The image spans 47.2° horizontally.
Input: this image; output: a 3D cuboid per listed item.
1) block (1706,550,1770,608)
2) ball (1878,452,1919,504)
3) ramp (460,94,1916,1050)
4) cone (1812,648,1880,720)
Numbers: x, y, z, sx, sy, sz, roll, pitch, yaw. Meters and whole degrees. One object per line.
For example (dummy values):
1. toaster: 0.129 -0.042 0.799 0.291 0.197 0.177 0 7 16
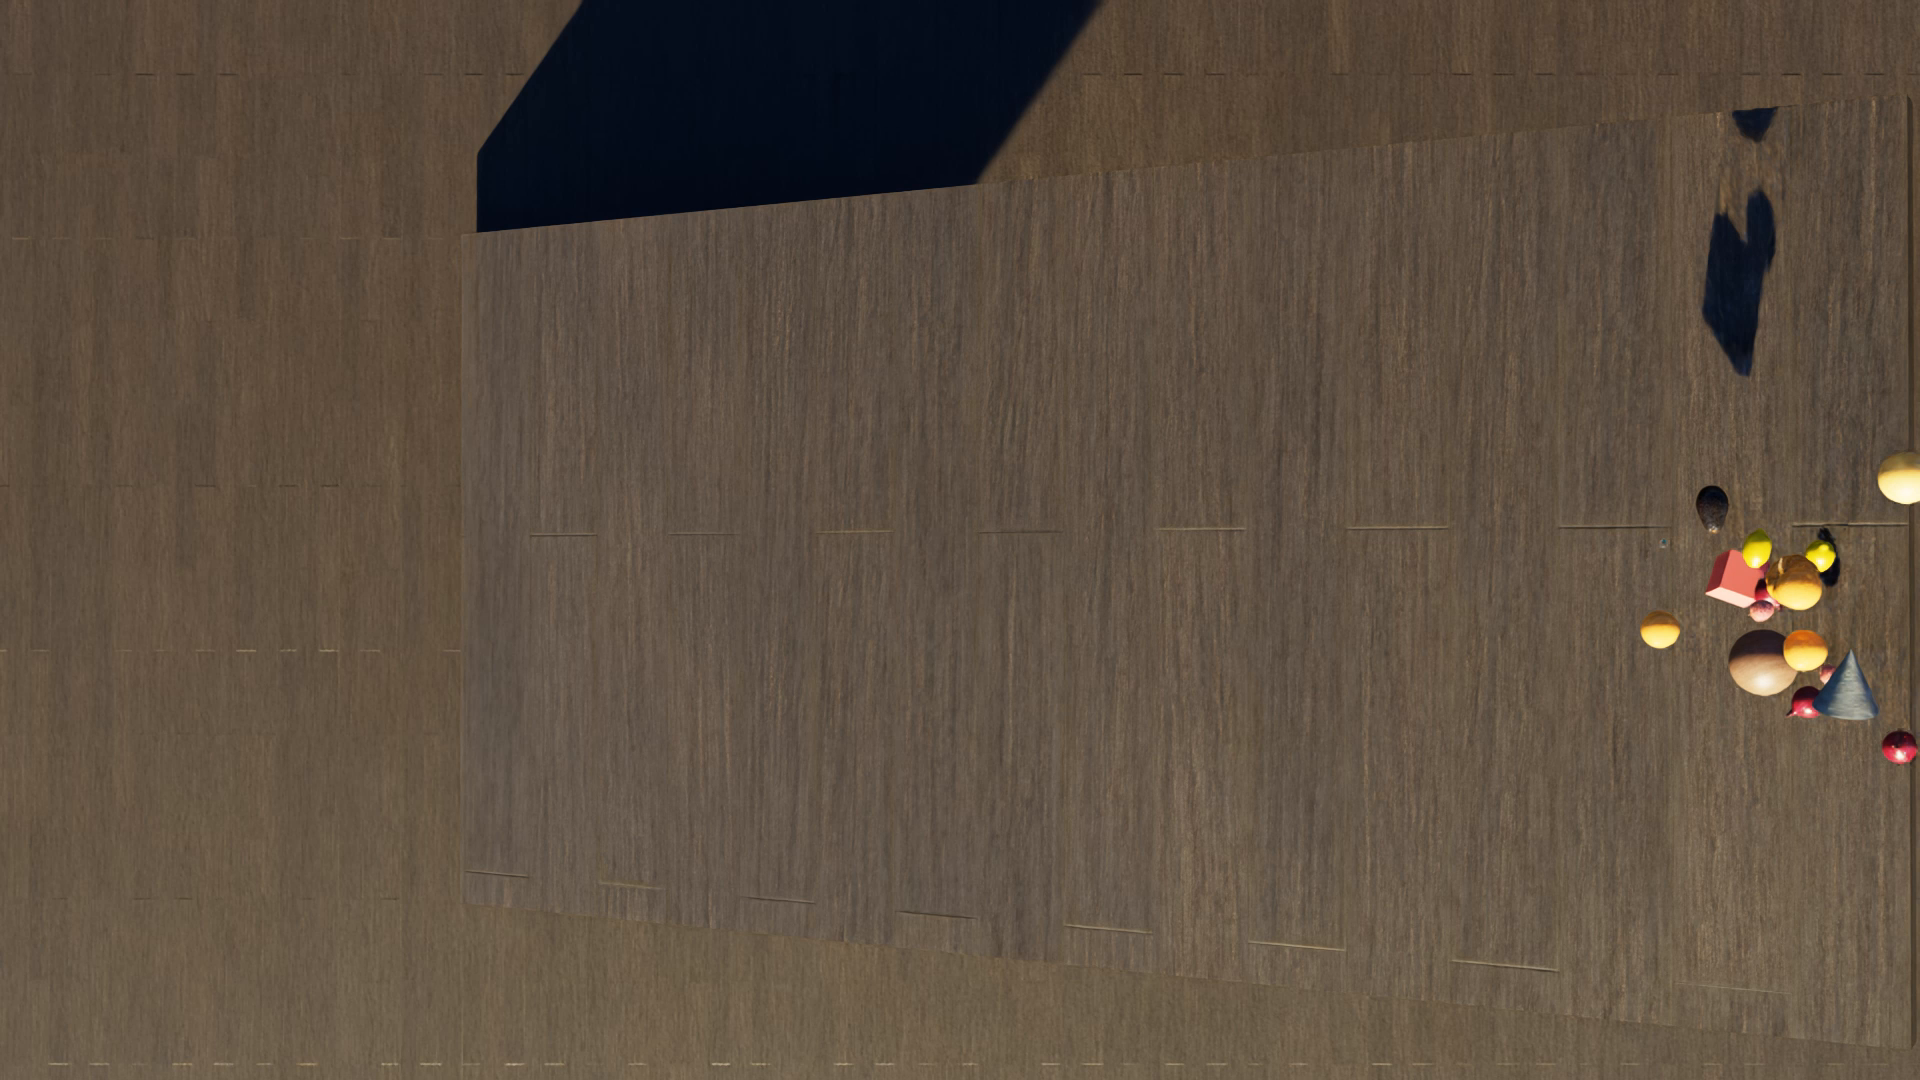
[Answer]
1. block: 1.615 0.080 4.568 0.085 0.085 0.085 20 79 3
2. ball: 1.553 -0.103 3.610 0.086 0.086 0.086 0 89 0
3. ramp: 0.271 0.075 5.631 4.000 0.100 2.000 0 89 30
4. cone: 1.386 0.215 3.429 0.100 0.100 0.100 -2 107 0
